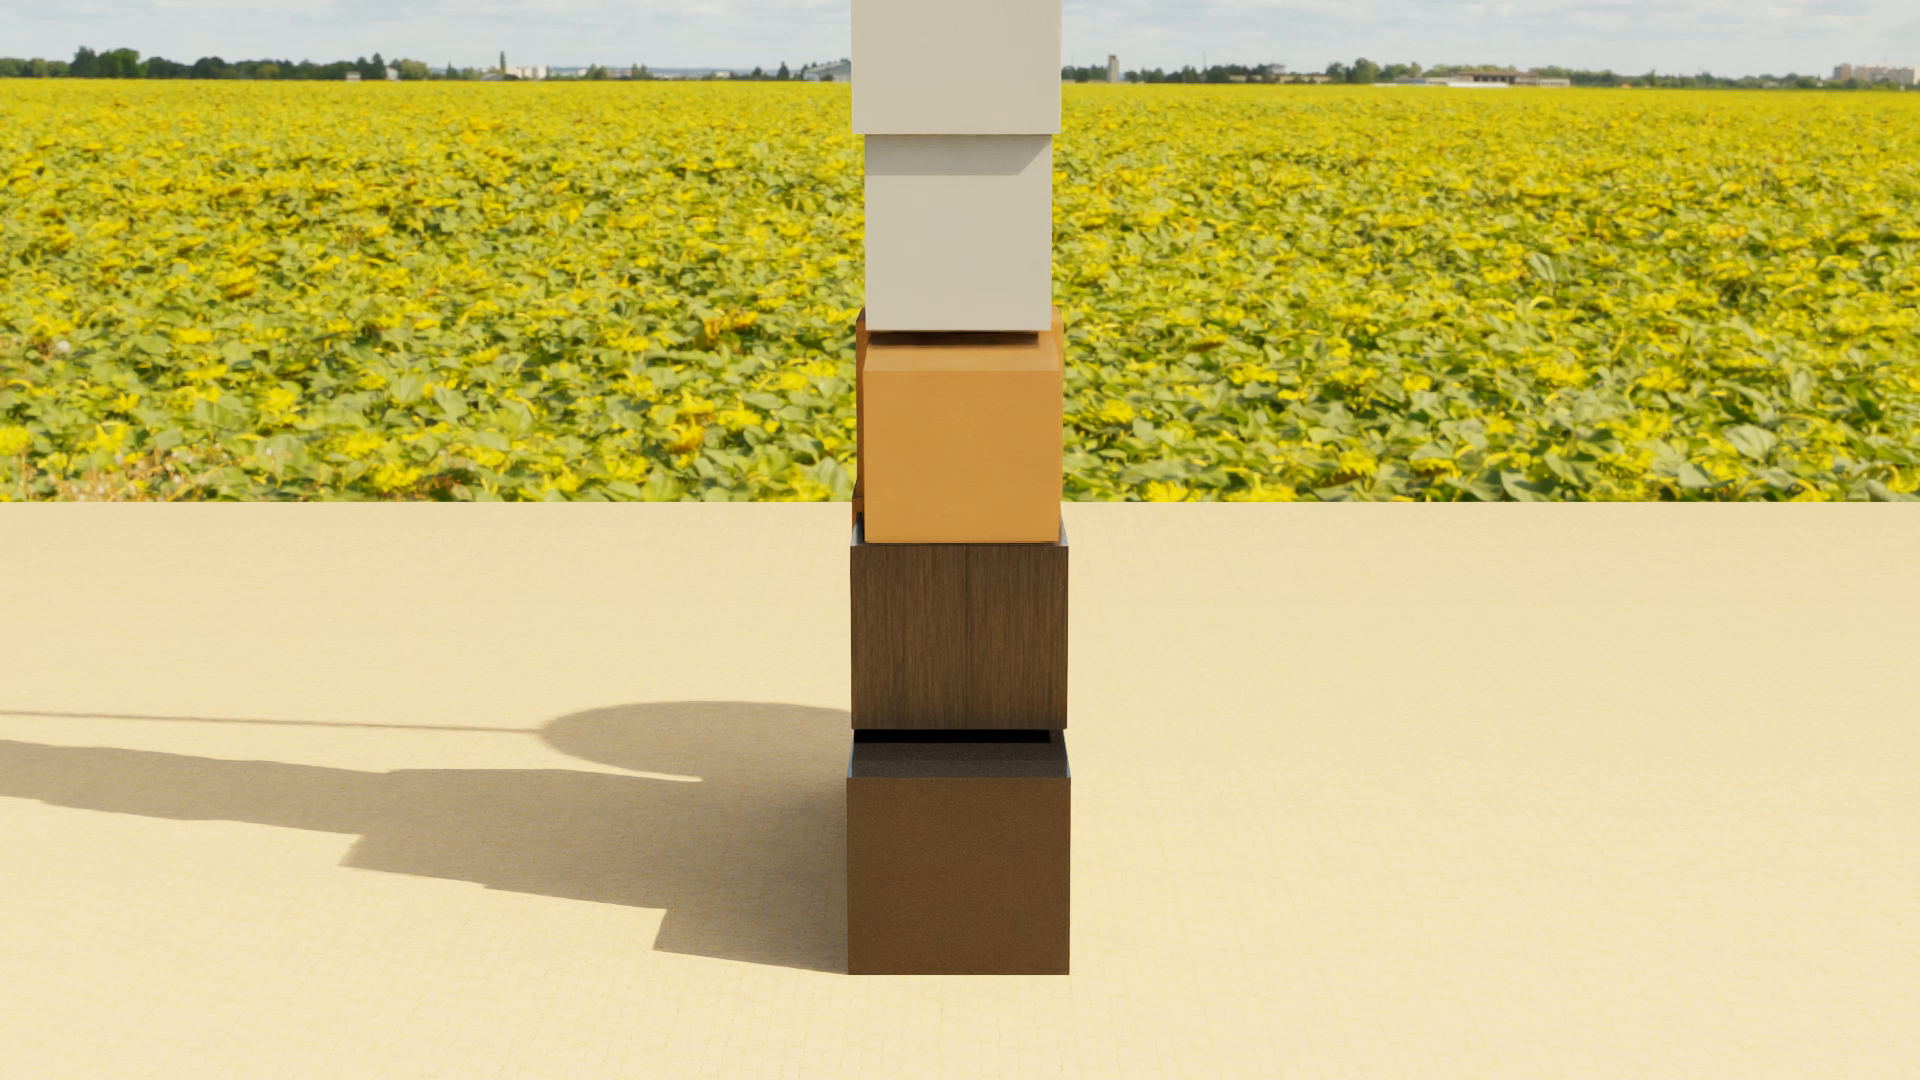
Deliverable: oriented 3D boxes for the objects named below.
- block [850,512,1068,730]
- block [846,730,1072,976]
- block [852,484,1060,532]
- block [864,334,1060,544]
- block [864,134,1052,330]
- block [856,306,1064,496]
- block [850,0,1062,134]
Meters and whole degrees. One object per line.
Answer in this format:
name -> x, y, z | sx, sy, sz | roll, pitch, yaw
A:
block -> -0.003, 0.326, 10.765 | 0.881, 0.761, 0.775 | 0, 11, 0
block -> -0.004, 1.241, 10.487 | 0.874, 0.807, 0.893 | 0, 10, 0
block -> -0.016, 0.142, 11.605 | 0.904, 0.821, 0.916 | 0, 10, 0
block -> 0.007, -0.434, 10.663 | 0.782, 0.710, 0.812 | 0, 15, 0
block -> -0.007, -1.332, 10.938 | 0.772, 0.808, 0.698 | 0, 10, 0
block -> -0.001, -0.637, 11.482 | 0.894, 0.755, 0.794 | 0, 10, 0
block -> -0.015, -2.098, 10.798 | 0.852, 0.748, 0.825 | 0, 10, 0
